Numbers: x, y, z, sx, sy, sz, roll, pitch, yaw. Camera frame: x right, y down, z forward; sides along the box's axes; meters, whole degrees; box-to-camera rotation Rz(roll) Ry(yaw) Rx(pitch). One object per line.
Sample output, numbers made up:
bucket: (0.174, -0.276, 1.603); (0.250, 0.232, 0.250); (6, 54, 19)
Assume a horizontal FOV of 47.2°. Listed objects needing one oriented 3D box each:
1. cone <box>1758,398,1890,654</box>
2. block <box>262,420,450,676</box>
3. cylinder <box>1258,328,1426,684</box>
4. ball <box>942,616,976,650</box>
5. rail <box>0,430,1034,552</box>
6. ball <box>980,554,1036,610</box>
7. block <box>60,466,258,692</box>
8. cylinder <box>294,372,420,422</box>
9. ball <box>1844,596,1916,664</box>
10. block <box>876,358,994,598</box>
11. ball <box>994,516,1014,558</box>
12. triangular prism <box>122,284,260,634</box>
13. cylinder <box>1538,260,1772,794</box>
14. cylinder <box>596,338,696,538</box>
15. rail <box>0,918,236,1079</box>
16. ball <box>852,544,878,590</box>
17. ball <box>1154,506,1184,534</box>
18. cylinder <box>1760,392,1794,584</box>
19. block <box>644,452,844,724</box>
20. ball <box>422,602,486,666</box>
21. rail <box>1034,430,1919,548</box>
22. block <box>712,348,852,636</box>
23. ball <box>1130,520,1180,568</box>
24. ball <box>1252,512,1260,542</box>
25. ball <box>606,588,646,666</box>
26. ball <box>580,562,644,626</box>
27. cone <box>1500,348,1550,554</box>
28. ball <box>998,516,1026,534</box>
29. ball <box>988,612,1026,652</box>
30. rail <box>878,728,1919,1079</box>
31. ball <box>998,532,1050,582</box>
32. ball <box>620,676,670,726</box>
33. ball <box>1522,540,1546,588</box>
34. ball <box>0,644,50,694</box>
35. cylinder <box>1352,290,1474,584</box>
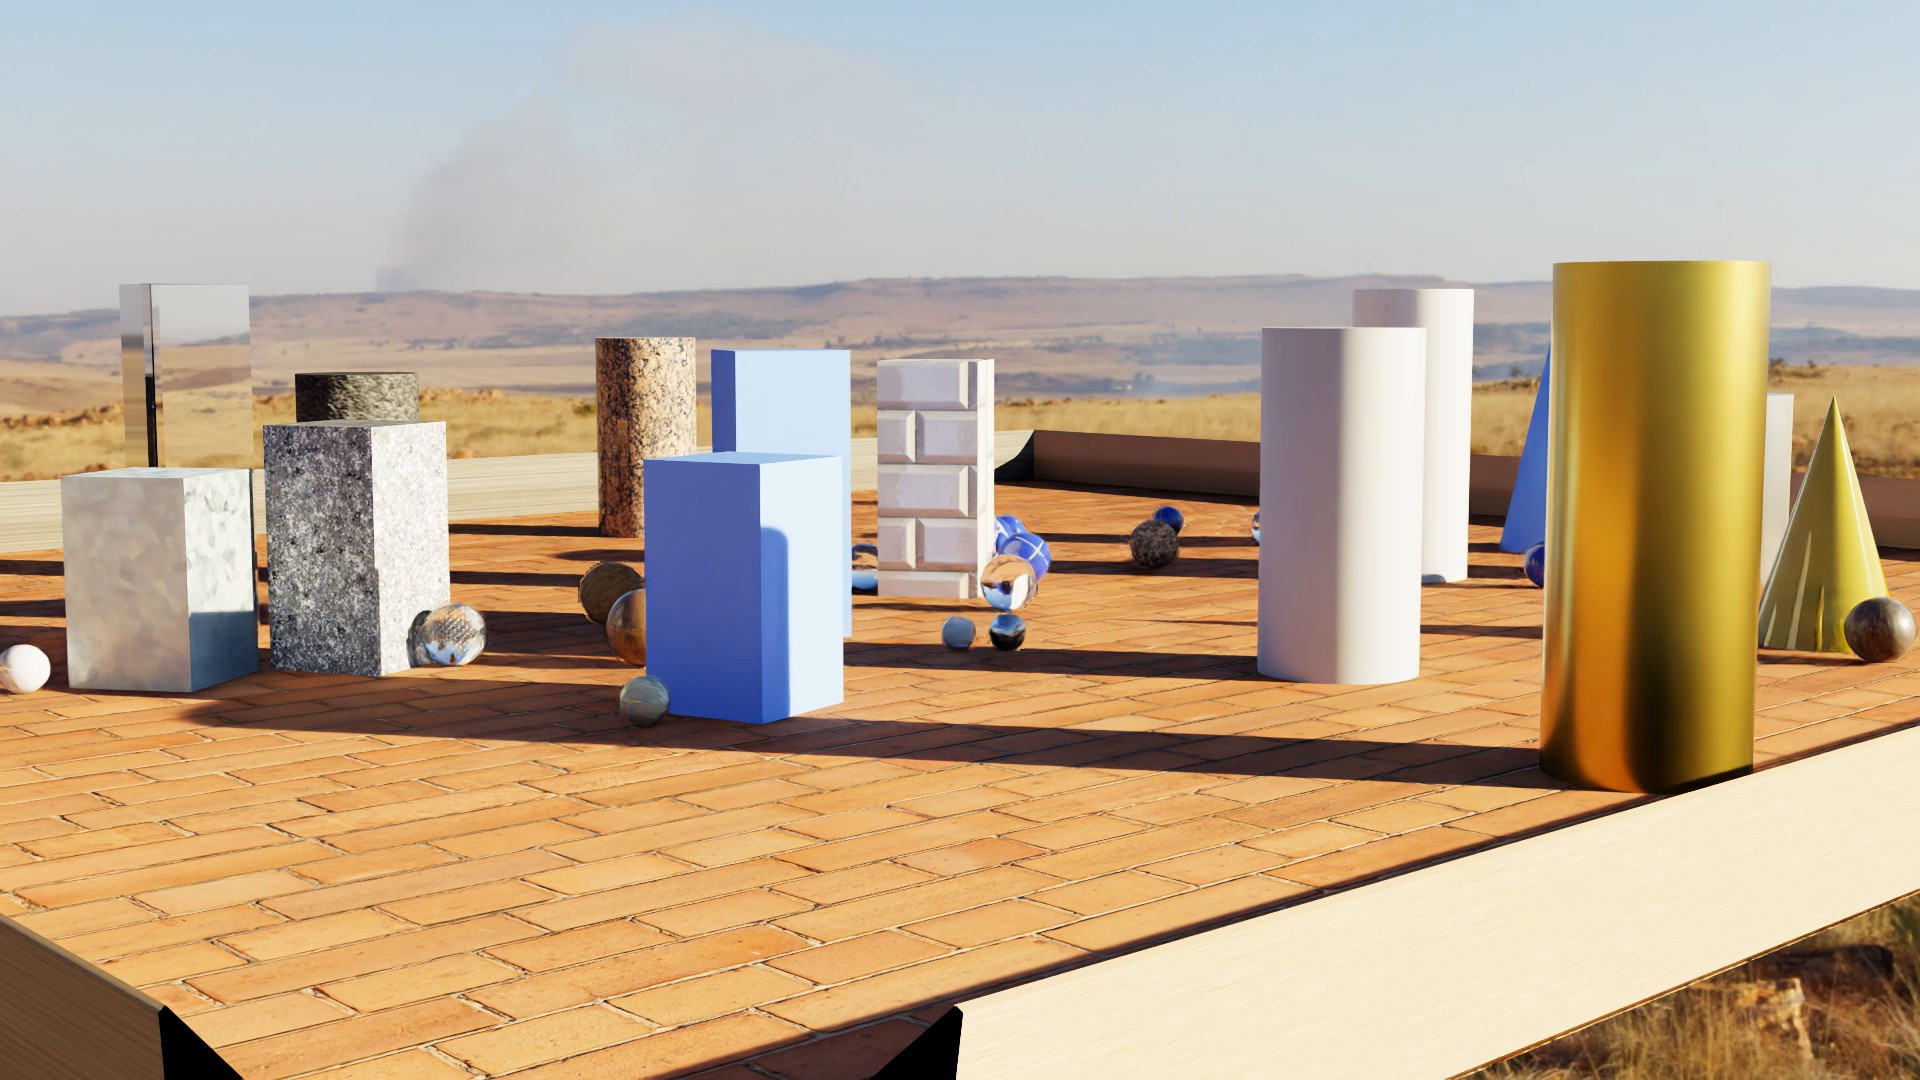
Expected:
cone: (1.165, -0.029, 2.948); (0.197, 0.333, 0.197); (0, 6, 0)
block: (-0.756, 0.005, 2.767); (0.158, 0.304, 0.158); (2, 6, 20)
cylinder: (0.468, -0.048, 2.701); (0.197, 0.423, 0.197); (0, 6, 0)
ball: (-0.002, 0.122, 2.894); (0.045, 0.045, 0.045); (0, 6, 0)
rail: (-1.150, -0.096, 4.571); (3.707, 0.128, 0.045); (-5, 8, -42)
ball: (0.072, 0.063, 3.272); (0.084, 0.084, 0.084); (0, 6, 0)
block: (-0.962, 0.044, 2.652); (0.158, 0.251, 0.158); (1, 6, 11)
cylinder: (-1.000, -0.107, 3.664); (0.197, 0.341, 0.197); (0, 6, 0)
ball: (1.164, 0.114, 2.782); (0.084, 0.084, 0.084); (0, 6, 0)
block: (-0.037, -0.101, 3.482); (0.158, 0.367, 0.158); (1, 6, 10)
ball: (0.045, 0.006, 3.747); (0.099, 0.099, 0.099); (0, 6, 0)
triangular prism: (-1.030, -0.104, 2.972); (0.148, 0.479, 0.171); (-3, 7, -30)
cylinder: (0.662, -0.018, 2.101); (0.197, 0.489, 0.197); (0, 6, 0)
cylinder: (-0.625, -0.208, 4.389); (0.197, 0.391, 0.197); (0, 6, 0)
rail: (-1.345, 0.162, 2.098); (0.045, 0.128, 3.439); (-5, 8, -42)
ball: (-0.152, 0.042, 3.514); (0.075, 0.075, 0.075); (0, 6, 0)
ball: (0.410, -0.036, 4.332); (0.061, 0.061, 0.061); (0, 6, 0)
cylinder: (1.276, -0.090, 3.660); (0.197, 0.307, 0.197); (0, 6, 0)
block: (-0.241, 0.048, 2.467); (0.158, 0.281, 0.158); (3, 7, 30)
ball: (-0.635, 0.118, 2.761); (0.080, 0.080, 0.080); (0, 6, 0)
rail: (1.345, -0.095, 4.566); (0.045, 0.128, 3.439); (-5, 8, -42)
block: (-0.248, -0.067, 3.043); (0.158, 0.391, 0.158); (-2, 6, -18)
ball: (0.336, 0.007, 3.802); (0.085, 0.085, 0.085); (0, 6, 0)
ball: (0.589, -0.025, 4.165); (0.074, 0.074, 0.074); (0, 6, 0)
ball: (-0.395, 0.110, 2.760); (0.097, 0.097, 0.097); (0, 6, 0)
ball: (-0.491, 0.076, 3.109); (0.091, 0.091, 0.091); (0, 6, 0)
cone: (1.109, -0.209, 4.087); (0.197, 0.456, 0.197); (0, 6, 0)
ball: (0.085, -0.009, 4.018); (0.073, 0.073, 0.073); (0, 6, 0)
ball: (0.063, 0.121, 2.883); (0.050, 0.050, 0.050); (0, 6, 0)
rail: (1.150, 0.163, 2.092); (3.707, 0.128, 0.045); (-5, 8, -42)
ball: (0.103, 0.031, 3.573); (0.086, 0.086, 0.086); (0, 6, 0)
ball: (-0.340, 0.173, 2.367); (0.053, 0.053, 0.053); (0, 6, 0)
ball: (0.947, 0.038, 3.539); (0.079, 0.079, 0.079); (0, 6, 0)
ball: (-1.091, 0.150, 2.561); (0.058, 0.058, 0.058); (0, 6, 0)
cylinder: (0.752, -0.178, 3.676); (0.197, 0.479, 0.197); (0, 6, 0)
